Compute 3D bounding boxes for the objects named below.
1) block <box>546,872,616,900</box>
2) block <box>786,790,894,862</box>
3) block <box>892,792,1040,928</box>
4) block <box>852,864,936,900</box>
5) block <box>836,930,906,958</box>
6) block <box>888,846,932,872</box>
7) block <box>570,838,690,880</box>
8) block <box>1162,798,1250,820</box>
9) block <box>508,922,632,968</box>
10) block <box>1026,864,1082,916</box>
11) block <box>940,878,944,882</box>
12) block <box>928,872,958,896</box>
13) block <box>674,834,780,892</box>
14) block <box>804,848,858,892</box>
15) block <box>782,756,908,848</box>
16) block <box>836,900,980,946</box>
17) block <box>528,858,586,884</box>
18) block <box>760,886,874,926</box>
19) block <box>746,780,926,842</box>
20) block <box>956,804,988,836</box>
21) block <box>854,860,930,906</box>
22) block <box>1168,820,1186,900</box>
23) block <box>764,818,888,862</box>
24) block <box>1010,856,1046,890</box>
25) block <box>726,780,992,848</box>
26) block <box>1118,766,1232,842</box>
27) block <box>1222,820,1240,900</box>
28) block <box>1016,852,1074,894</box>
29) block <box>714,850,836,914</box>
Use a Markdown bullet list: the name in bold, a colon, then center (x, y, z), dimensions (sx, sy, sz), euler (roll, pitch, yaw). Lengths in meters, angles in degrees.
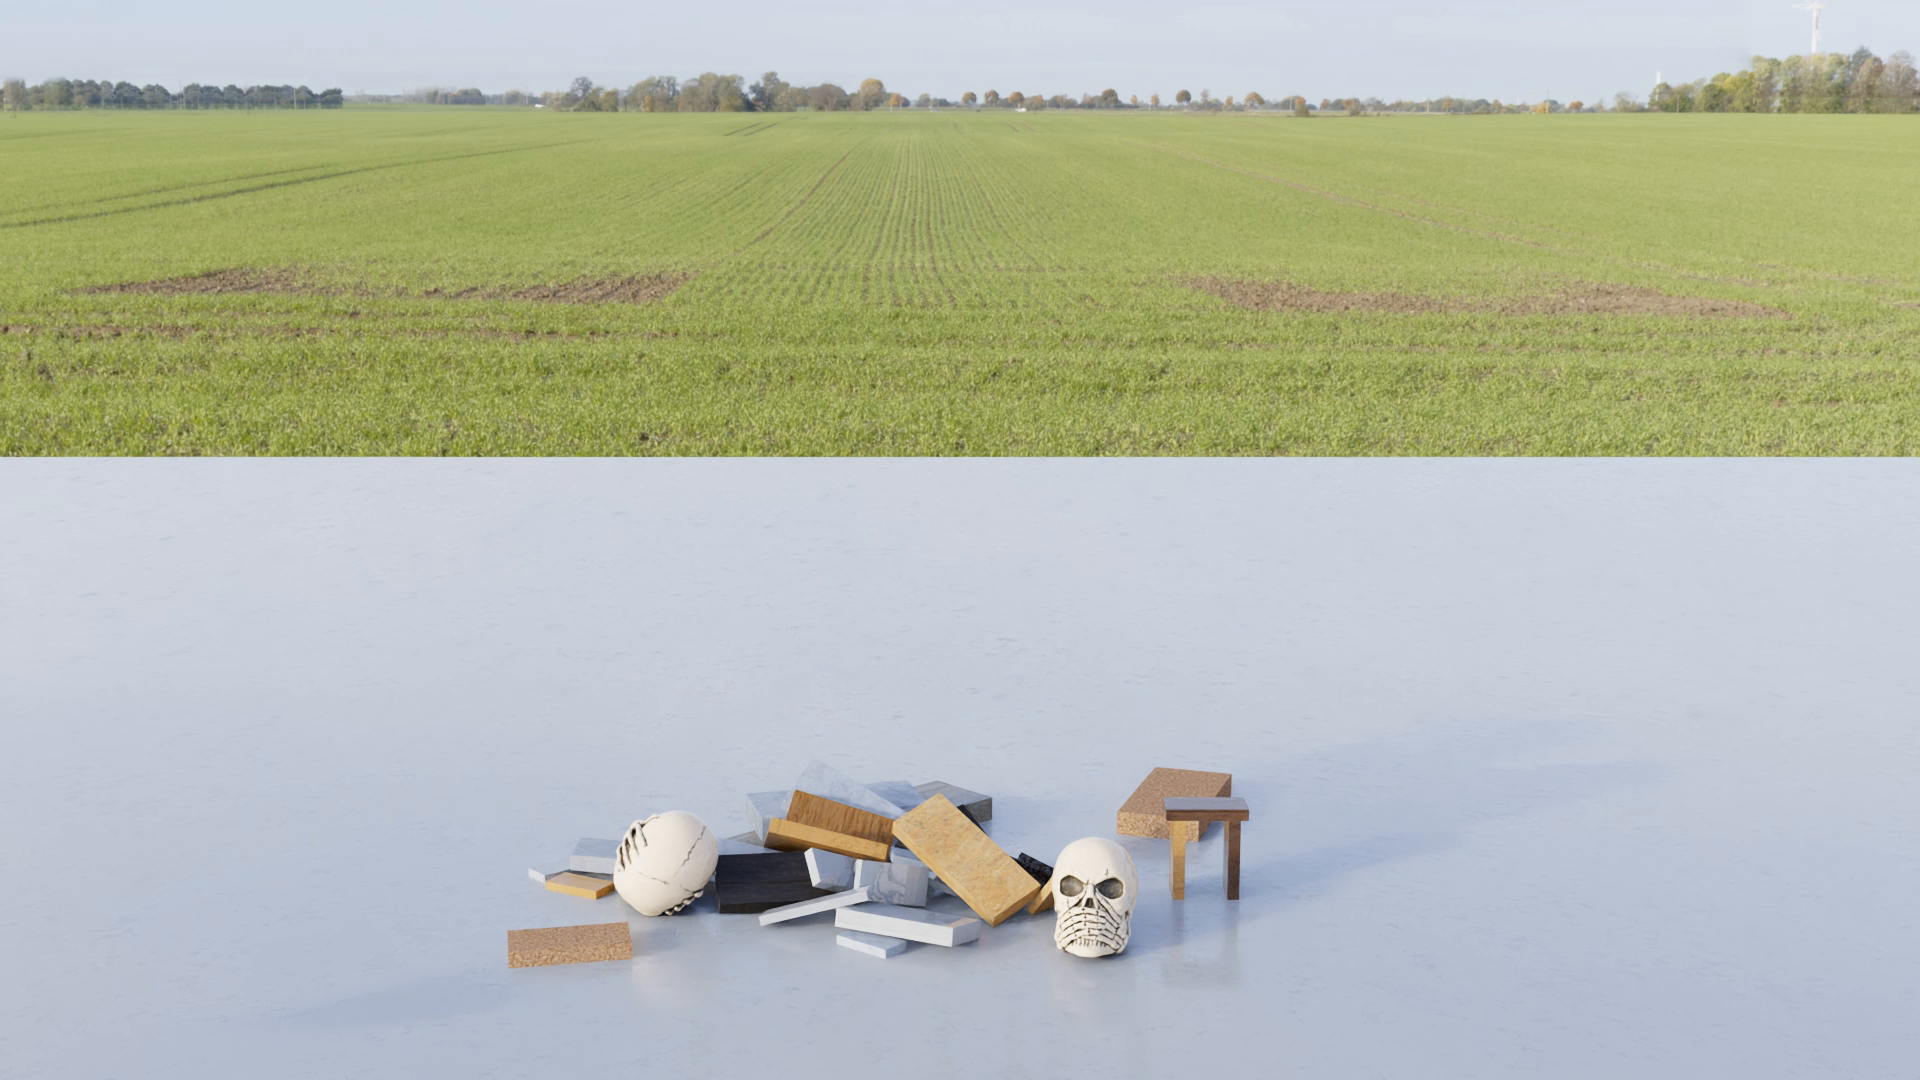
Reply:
- **block**: center (-0.636, 0.580, 3.685), dimensions (0.104, 0.015, 0.052), euler (6, 12, 28)
- **block**: center (-0.208, 0.501, 3.767), dimensions (0.186, 0.093, 0.026), euler (17, -31, -3)
- **block**: center (0.009, 0.520, 3.590), dimensions (0.102, 0.029, 0.246), euler (-29, 53, -32)
- **block**: center (-0.109, 0.562, 3.632), dimensions (0.127, 0.018, 0.063), euler (22, -3, -33)
- **block**: center (-0.138, 0.627, 3.428), dimensions (0.101, 0.014, 0.050), euler (8, 13, 38)
- **block**: center (-0.068, 0.534, 3.662), dimensions (0.095, 0.014, 0.048), euler (14, 8, -10)
- **block**: center (-0.564, 0.547, 3.776), dimensions (0.192, 0.027, 0.096), euler (5, 10, -1)
- **block**: center (0.407, 0.446, 3.646), dimensions (0.136, 0.019, 0.068), euler (0, 11, 0)
- **block**: center (-0.604, 0.626, 3.402), dimensions (0.186, 0.026, 0.093), euler (-2, 11, -12)
- **block**: center (0.153, 0.565, 3.561), dimensions (0.050, 0.101, 0.014), euler (-12, 54, -48)
- **block**: center (0.013, 0.568, 3.677), dimensions (0.095, 0.014, 0.048), euler (14, 8, -9)
- **block**: center (-0.048, 0.565, 3.665), dimensions (0.095, 0.014, 0.048), euler (22, 6, -12)
- **block**: center (-0.374, 0.552, 3.689), dimensions (0.192, 0.027, 0.096), euler (7, 39, 33)
- **block**: center (-0.197, 0.548, 3.611), dimensions (0.018, 0.063, 0.127), euler (-39, -40, 27)
- **block**: center (-0.196, 0.472, 3.820), dimensions (0.204, 0.029, 0.102), euler (30, 56, 5)
- **block**: center (-0.082, 0.603, 3.464), dimensions (0.204, 0.029, 0.102), euler (5, 0, 25)
- **block**: center (-0.680, 0.564, 3.769), dimensions (0.104, 0.015, 0.052), euler (-9, 14, -42)
- **block**: center (-0.229, 0.584, 3.514), dimensions (0.178, 0.015, 0.052), euler (-14, 0, 7)
- **block**: center (-0.220, 0.480, 3.911), dimensions (0.299, 0.042, 0.149), euler (-3, 11, -16)
- **block**: center (0.012, 0.503, 3.644), dimensions (0.069, 0.020, 0.138), euler (-20, 49, -26)
- **block**: center (-0.112, 0.558, 3.576), dimensions (0.127, 0.063, 0.018), euler (12, -11, -30)
- **block**: center (0.362, 0.522, 3.660), dimensions (0.019, 0.136, 0.068), euler (0, 11, 0)
- **block**: center (-0.227, 0.515, 3.685), dimensions (0.199, 0.026, 0.093), euler (14, -29, -5)
- **block**: center (0.081, 0.549, 3.680), dimensions (0.138, 0.020, 0.069), euler (25, 11, 1)
- **block**: center (-0.179, 0.518, 3.939), dimensions (0.518, 0.042, 0.149), euler (-10, 14, -43)
- **block**: center (0.402, 0.490, 4.094), dimensions (0.149, 0.042, 0.299), euler (3, 11, 18)
- **block**: center (0.452, 0.522, 3.660), dimensions (0.019, 0.136, 0.068), euler (0, 11, 0)
- **block**: center (0.141, 0.558, 3.681), dimensions (0.101, 0.014, 0.050), euler (26, 11, 5)
- **block**: center (-0.303, 0.559, 3.602), dimensions (0.192, 0.027, 0.096), euler (-1, 47, -13)
